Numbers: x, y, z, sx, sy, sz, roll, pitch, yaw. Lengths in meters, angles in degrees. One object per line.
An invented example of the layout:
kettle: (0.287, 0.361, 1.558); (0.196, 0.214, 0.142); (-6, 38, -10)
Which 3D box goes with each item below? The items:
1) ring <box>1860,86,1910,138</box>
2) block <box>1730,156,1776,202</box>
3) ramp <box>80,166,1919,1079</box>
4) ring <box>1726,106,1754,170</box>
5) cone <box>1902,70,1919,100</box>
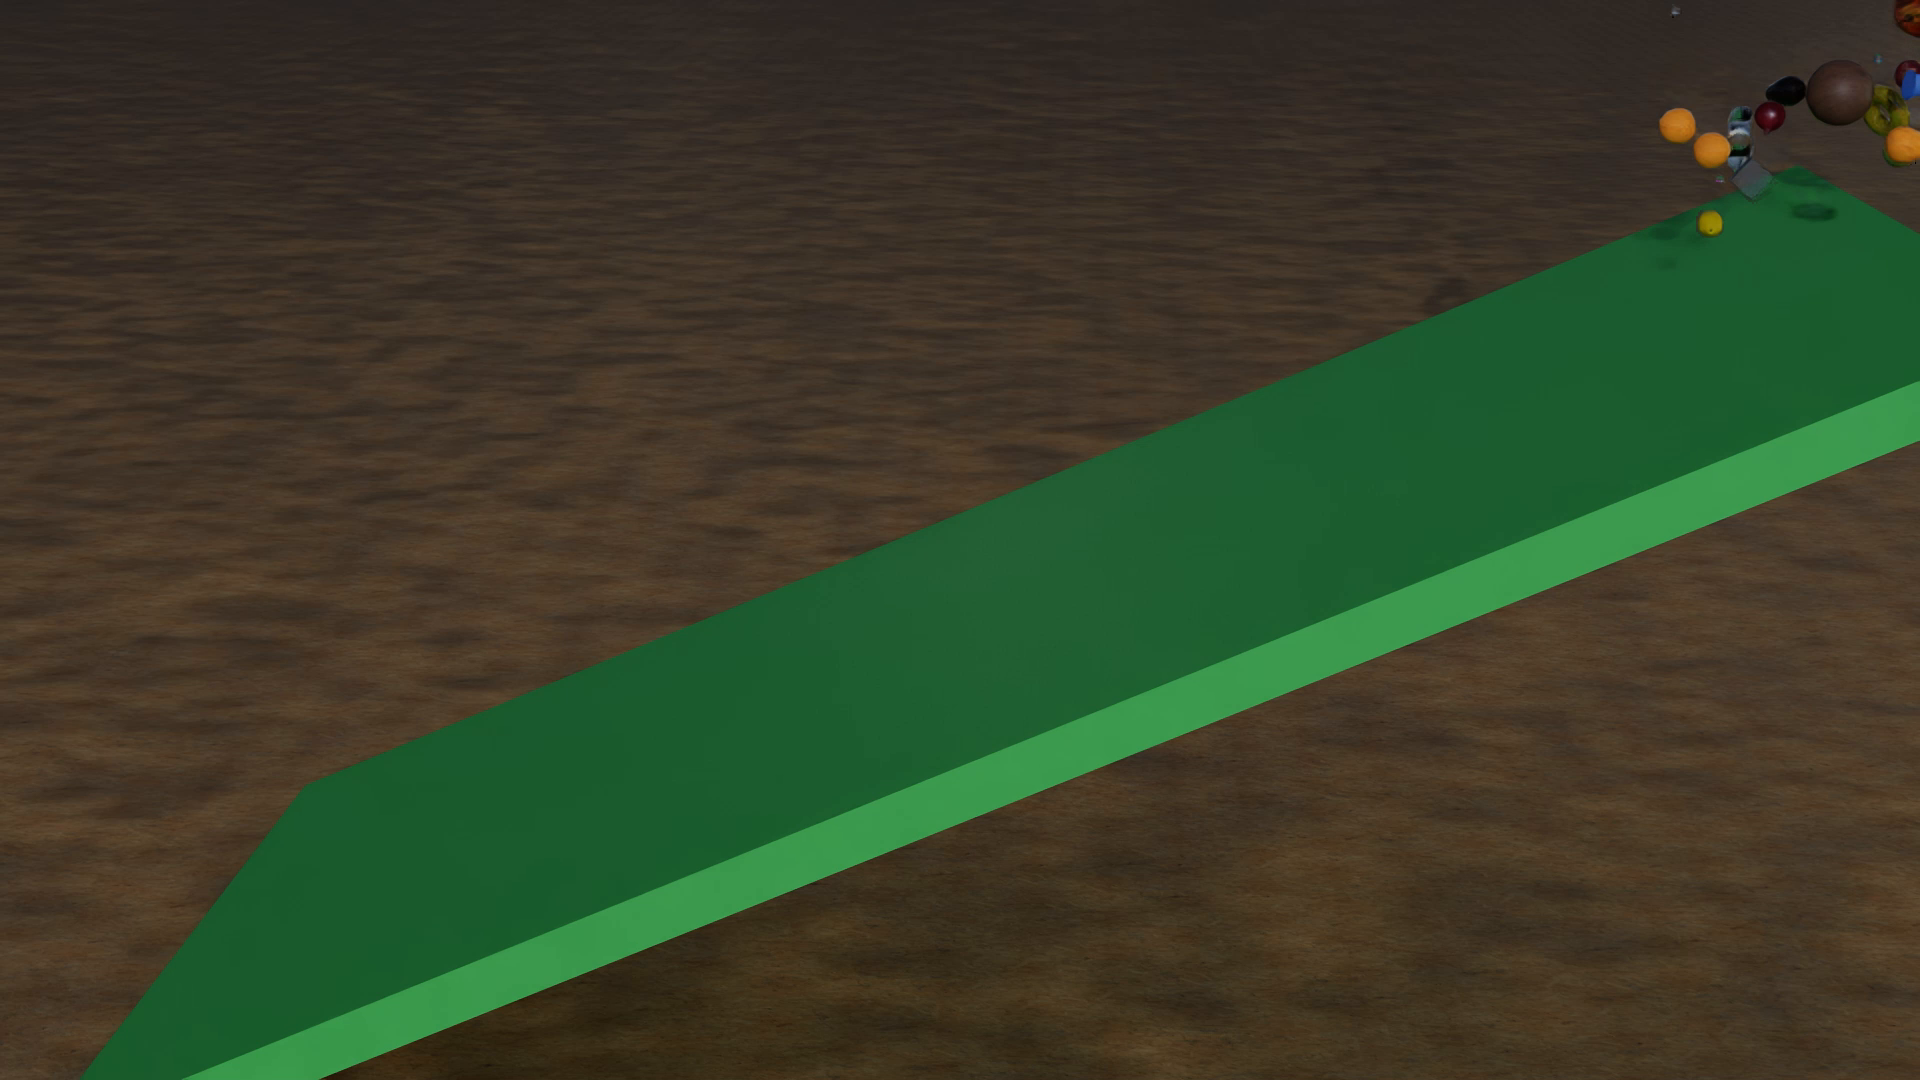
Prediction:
ring: (1.879, -0.870, 5.977); (0.039, 0.116, 0.116); (-32, 27, -19)
block: (1.580, -0.719, 5.862); (0.061, 0.061, 0.061); (46, 17, 13)
ramp: (0.131, 0.171, 6.285); (4.000, 0.100, 2.000); (-22, 13, 8)
ring: (1.566, -0.805, 5.904); (0.045, 0.134, 0.134); (2, 15, 20)
cone: (1.895, -0.892, 5.791); (0.060, 0.060, 0.060); (7, 14, -9)
